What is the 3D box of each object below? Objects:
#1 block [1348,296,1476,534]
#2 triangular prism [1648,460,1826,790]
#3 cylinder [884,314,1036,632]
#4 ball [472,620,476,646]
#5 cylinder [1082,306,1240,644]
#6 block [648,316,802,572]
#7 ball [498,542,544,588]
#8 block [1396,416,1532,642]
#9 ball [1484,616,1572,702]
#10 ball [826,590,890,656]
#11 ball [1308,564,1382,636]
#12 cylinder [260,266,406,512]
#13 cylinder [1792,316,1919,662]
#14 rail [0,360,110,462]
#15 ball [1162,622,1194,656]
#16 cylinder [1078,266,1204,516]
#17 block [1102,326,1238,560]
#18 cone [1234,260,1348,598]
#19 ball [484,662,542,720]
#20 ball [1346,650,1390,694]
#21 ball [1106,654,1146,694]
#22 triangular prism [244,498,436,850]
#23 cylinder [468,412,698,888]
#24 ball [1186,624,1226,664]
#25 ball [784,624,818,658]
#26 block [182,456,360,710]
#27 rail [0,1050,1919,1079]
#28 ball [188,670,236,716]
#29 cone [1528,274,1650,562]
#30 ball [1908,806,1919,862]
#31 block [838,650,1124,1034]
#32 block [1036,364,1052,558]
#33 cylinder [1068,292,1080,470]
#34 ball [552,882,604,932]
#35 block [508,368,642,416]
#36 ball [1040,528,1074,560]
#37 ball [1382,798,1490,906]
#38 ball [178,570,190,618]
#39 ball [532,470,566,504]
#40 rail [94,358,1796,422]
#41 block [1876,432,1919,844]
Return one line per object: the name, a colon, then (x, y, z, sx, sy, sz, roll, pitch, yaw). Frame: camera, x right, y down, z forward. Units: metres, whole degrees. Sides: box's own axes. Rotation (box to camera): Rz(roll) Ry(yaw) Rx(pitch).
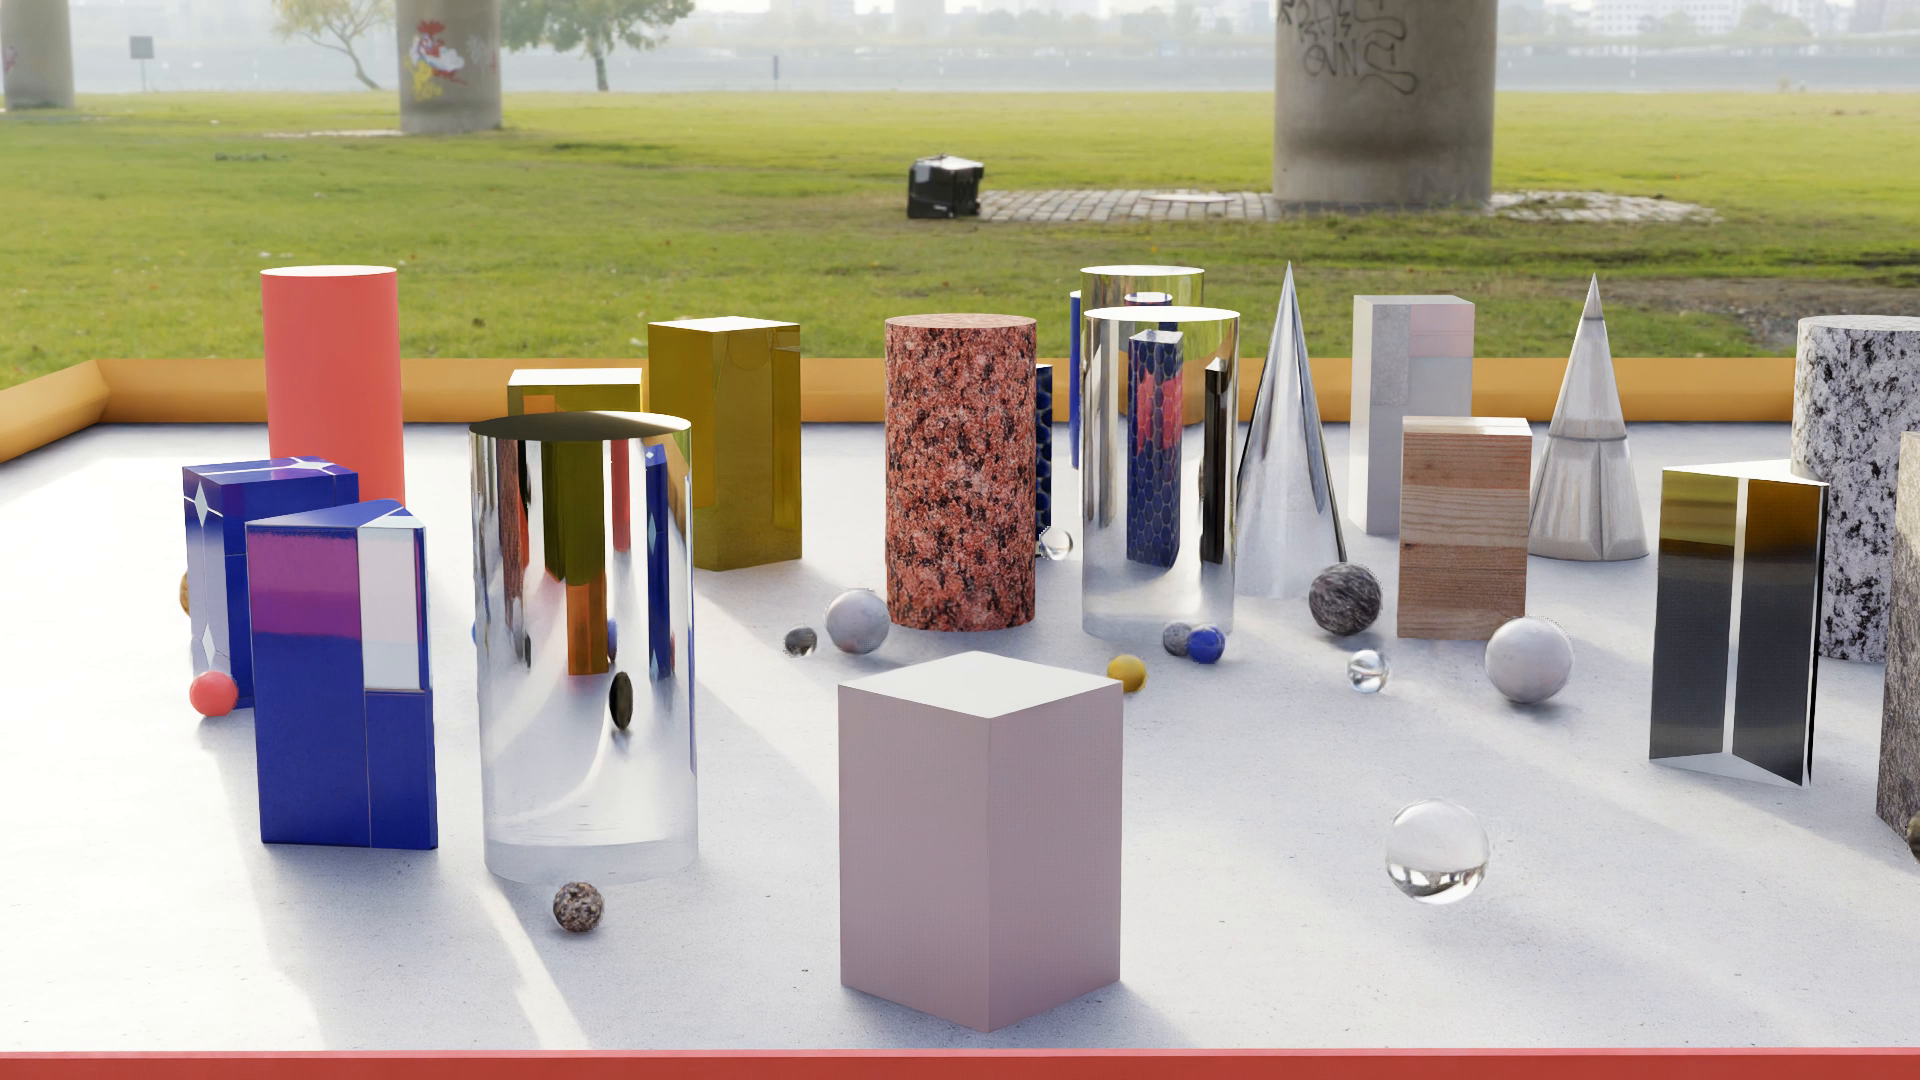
block: (0.717, -0.202, 4.087, 0.160, 0.362, 0.160, 0, 10, -2)
triangular prism: (0.844, 0.079, 2.698, 0.173, 0.314, 0.150, 8, 13, 38)
cylinder: (0.001, -0.093, 3.406, 0.200, 0.396, 0.200, 0, 10, 0)
ball: (-0.582, 0.115, 3.209, 0.058, 0.058, 0.058, 0, 10, 0)
cylinder: (0.259, -0.087, 3.329, 0.200, 0.413, 0.200, 0, 10, 0)
block: (-0.349, -0.146, 3.816, 0.160, 0.351, 0.160, -9, 14, -41)
ball: (-0.619, 0.035, 3.624, 0.064, 0.064, 0.064, 0, 10, 0)
block: (0.656, -0.017, 3.349, 0.160, 0.268, 0.160, 2, 11, 9)
ball: (0.658, 0.139, 2.968, 0.099, 0.099, 0.099, 0, 10, 0)
ball: (-0.128, 0.103, 3.209, 0.082, 0.082, 0.082, 0, 10, 0)
ball: (0.498, 0.077, 3.320, 0.093, 0.093, 0.093, 0, 10, 0)
cylinder: (-0.952, -0.199, 3.907, 0.200, 0.422, 0.200, 0, 10, 0)
cylinder: (1.150, -0.069, 3.235, 0.200, 0.411, 0.200, 0, 10, 0)
rail: (-1.753, 0.035, 3.439, 0.045, 0.130, 3.790, 0, 10, 0)
ball: (0.274, 0.124, 3.201, 0.043, 0.043, 0.043, 0, 10, 0)
cylinder: (0.295, -0.239, 4.180, 0.200, 0.401, 0.200, 0, 10, 0)
block: (0.316, -0.152, 3.902, 0.160, 0.331, 0.160, -3, 11, -13)
cone: (0.458, -0.163, 3.607, 0.200, 0.461, 0.200, 0, 10, 0)
ball: (-0.503, 0.171, 2.888, 0.065, 0.065, 0.065, 0, 10, 0)
ball: (0.480, 0.154, 3.015, 0.052, 0.052, 0.052, 0, 10, 0)
ball: (0.196, 0.157, 3.016, 0.046, 0.046, 0.046, 0, 10, 0)
triangular prism: (-0.570, 0.124, 2.472, 0.173, 0.308, 0.150, 1, 11, 7)
cylinder: (-0.345, 0.095, 2.364, 0.200, 0.404, 0.200, 0, 10, 0)
ball: (0.304, 0.128, 3.167, 0.048, 0.048, 0.048, 0, 10, 0)
ball: (-0.198, 0.127, 3.192, 0.042, 0.042, 0.042, 0, 10, 0)
block: (-0.808, 0.046, 3.023, 0.160, 0.261, 0.160, -6, 12, -31)
rail: (0.011, 0.374, 1.608, 3.553, 0.130, 0.045, 0, 10, 0)
ball: (-0.847, 0.174, 2.907, 0.052, 0.052, 0.052, 0, 10, 0)
cone: (0.949, -0.194, 3.873, 0.200, 0.424, 0.200, 0, 10, 0)
ball: (0.901, 0.269, 2.331, 0.074, 0.074, 0.074, 0, 10, 0)
block: (0.017, 0.234, 2.044, 0.160, 0.247, 0.160, 9, 14, 42)
block: (0.025, -0.117, 3.838, 0.160, 0.286, 0.160, 9, 14, 39)
cylinder: (0.301, -0.293, 4.707, 0.200, 0.317, 0.200, 0, 10, 0)
ball: (-0.325, 0.312, 2.186, 0.042, 0.042, 0.042, 0, 10, 0)
block: (-0.477, -0.033, 3.221, 0.160, 0.346, 0.160, -1, 11, -6)
ball: (0.145, 0.005, 3.827, 0.049, 0.049, 0.049, 0, 10, 0)
ball: (0.418, 0.274, 2.254, 0.093, 0.093, 0.093, 0, 10, 0)
ball: (-0.973, 0.069, 3.356, 0.096, 0.096, 0.096, 0, 10, 0)
ball: (-0.693, -0.090, 4.321, 0.056, 0.056, 0.056, 0, 10, 0)
rail: (-0.011, -0.307, 5.289, 3.553, 0.130, 0.045, 0, 10, 0)
block: (0.979, 0.098, 2.415, 0.160, 0.380, 0.160, 1, 10, 3)
